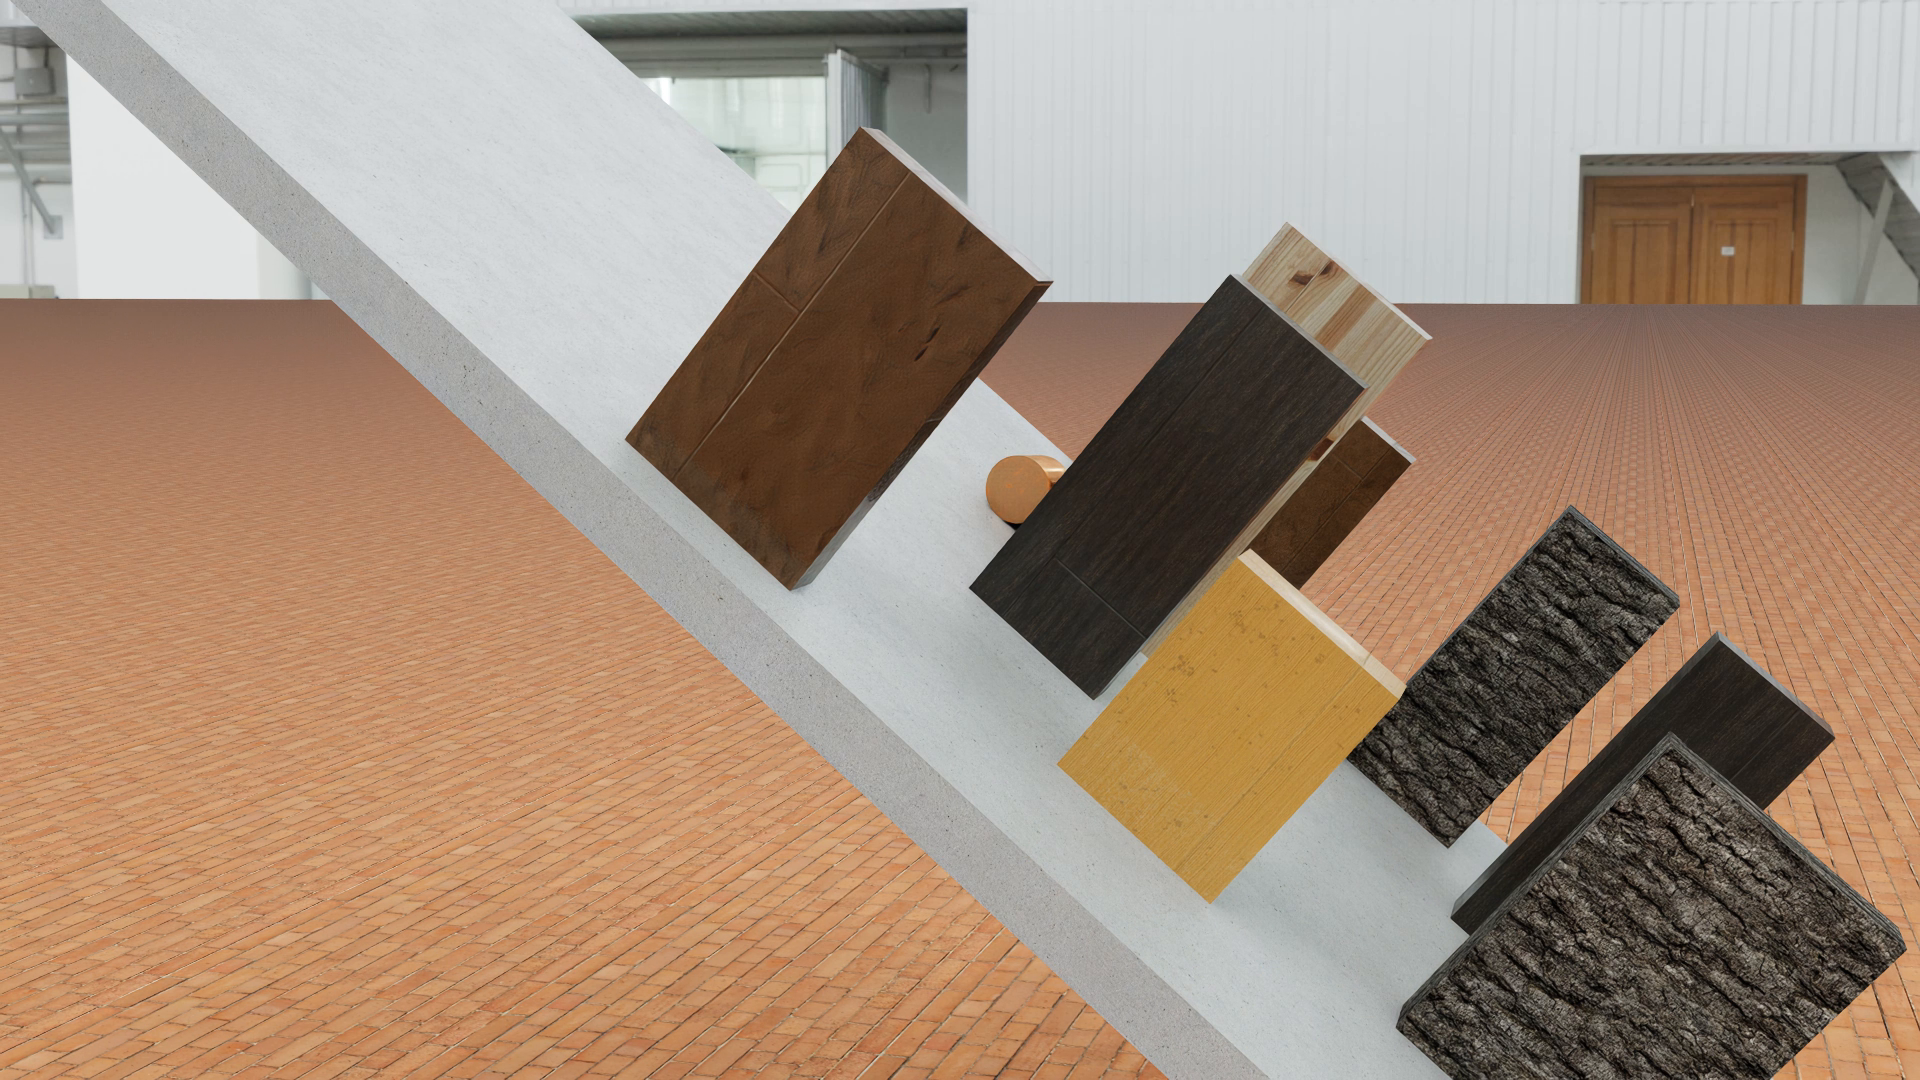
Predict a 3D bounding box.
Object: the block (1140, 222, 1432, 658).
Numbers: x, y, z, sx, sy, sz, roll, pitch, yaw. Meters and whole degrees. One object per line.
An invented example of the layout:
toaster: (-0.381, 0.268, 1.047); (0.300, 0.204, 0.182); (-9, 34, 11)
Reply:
block: (0.489, -0.182, 4.101); (0.330, 0.781, 0.115); (42, 16, 9)

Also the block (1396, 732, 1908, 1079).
block: (1.039, 0.668, 3.350); (0.436, 0.611, 0.115); (42, 16, 9)

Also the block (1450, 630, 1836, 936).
block: (1.235, 0.517, 4.009); (0.258, 0.707, 0.114); (42, 16, 9)

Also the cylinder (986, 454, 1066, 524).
cylinder: (0.134, -0.100, 4.274); (0.131, 0.131, 0.131); (3, 3, 22)

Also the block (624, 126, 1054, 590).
block: (-0.181, -0.258, 3.190); (0.338, 0.584, 0.087); (42, 16, 9)

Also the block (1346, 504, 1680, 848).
block: (1.110, 0.277, 4.444); (0.279, 0.670, 0.144); (42, 16, 9)

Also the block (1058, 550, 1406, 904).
block: (0.409, 0.281, 3.329); (0.312, 0.428, 0.113); (42, 16, 9)

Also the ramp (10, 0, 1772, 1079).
ramp: (0.007, 0.040, 4.037); (4.000, 0.100, 2.000); (42, 16, 9)

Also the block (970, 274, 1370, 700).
block: (0.344, -0.085, 3.683); (0.287, 0.694, 0.082); (42, 16, 9)

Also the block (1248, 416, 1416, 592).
block: (0.643, -0.079, 4.617); (0.347, 0.531, 0.104); (42, 16, 9)
